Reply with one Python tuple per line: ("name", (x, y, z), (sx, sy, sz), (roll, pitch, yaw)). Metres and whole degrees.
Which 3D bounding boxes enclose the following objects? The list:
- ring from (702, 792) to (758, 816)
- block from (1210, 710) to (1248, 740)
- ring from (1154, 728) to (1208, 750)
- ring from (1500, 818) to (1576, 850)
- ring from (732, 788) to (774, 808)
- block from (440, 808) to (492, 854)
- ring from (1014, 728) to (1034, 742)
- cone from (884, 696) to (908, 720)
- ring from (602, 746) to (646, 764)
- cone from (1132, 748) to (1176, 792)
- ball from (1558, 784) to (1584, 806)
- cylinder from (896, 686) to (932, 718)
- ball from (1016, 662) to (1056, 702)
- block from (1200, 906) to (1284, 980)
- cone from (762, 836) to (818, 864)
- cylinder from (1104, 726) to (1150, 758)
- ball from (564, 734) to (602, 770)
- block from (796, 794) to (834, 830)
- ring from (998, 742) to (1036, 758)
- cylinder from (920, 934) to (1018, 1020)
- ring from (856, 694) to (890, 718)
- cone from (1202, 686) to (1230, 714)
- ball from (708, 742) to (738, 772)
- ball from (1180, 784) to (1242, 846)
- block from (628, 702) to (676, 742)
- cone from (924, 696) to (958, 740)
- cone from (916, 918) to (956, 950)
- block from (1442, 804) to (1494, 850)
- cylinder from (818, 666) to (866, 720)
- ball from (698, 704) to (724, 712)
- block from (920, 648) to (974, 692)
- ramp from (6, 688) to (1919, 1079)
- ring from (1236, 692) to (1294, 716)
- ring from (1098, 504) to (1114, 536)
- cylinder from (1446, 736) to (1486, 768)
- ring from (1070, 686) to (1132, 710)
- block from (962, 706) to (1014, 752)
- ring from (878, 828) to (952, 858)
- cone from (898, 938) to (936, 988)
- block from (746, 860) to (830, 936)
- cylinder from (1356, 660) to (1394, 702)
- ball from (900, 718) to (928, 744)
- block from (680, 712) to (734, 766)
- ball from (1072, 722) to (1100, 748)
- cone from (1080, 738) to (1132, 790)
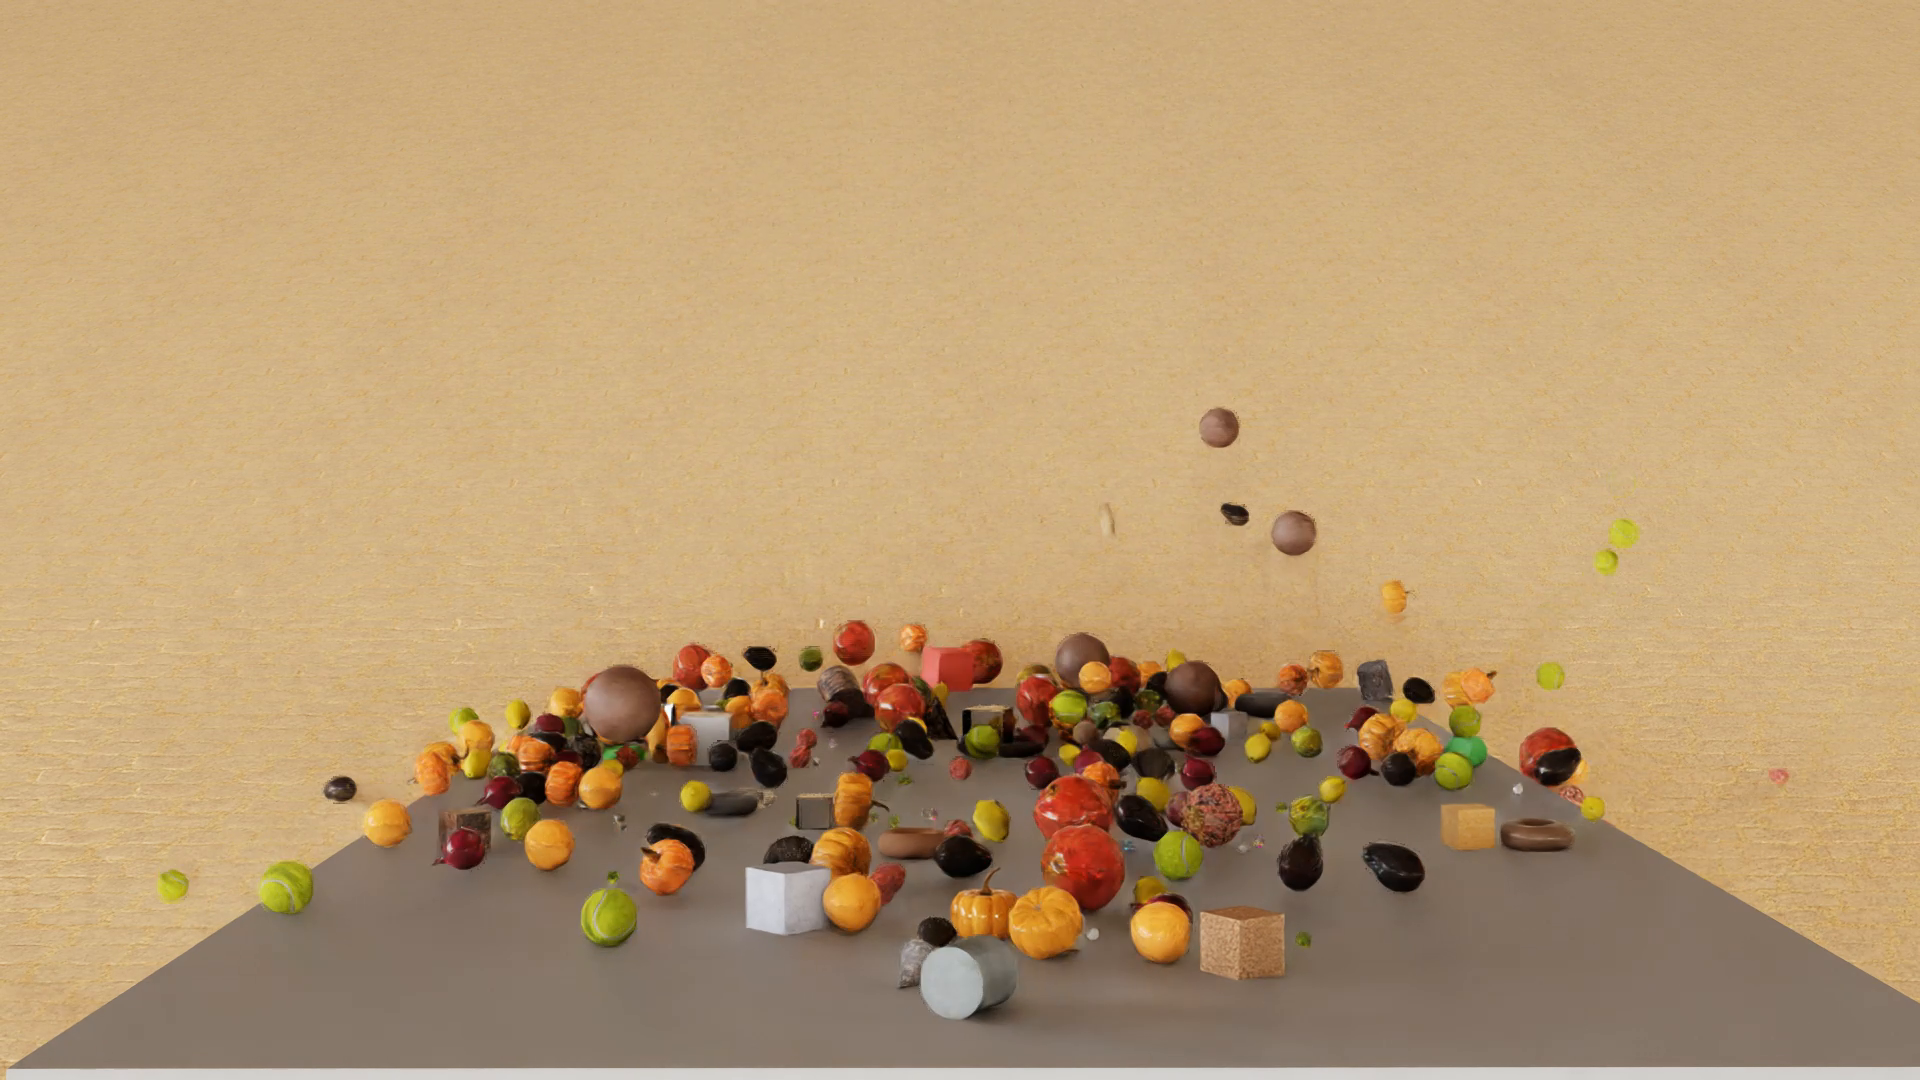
("ring", (-0.387, 0.443, 4.316), (0.094, 0.031, 0.094), (-1, 2, 0))
("block", (0.567, 0.390, 5.423), (0.054, 0.054, 0.054), (-2, 3, -35))
("ring", (0.448, 0.405, 5.245), (0.110, 0.037, 0.110), (-1, 5, 0))
("ring", (0.887, 0.452, 3.954), (0.113, 0.038, 0.113), (-1, 3, 0))
("ring", (-0.358, 0.441, 4.410), (0.083, 0.028, 0.083), (-1, 2, 0))
("block", (-0.756, 0.443, 3.934), (0.058, 0.058, 0.058), (-2, 3, -38))
("ring", (0.114, 0.407, 5.345), (0.079, 0.026, 0.079), (-1, 3, 0))
("cone", (-0.144, 0.377, 5.807), (0.054, 0.054, 0.054), (0, 2, 0))
("ring", (-0.654, 0.418, 5.019), (0.087, 0.029, 0.087), (0, 3, 0))
("cone", (0.345, 0.429, 4.617), (0.080, 0.080, 0.080), (3, 29, 6))
("ball", (1.461, 0.616, 6.159), (0.061, 0.061, 0.061), (0, 24, 0))
("cylinder", (-0.102, 0.362, 5.748), (0.057, 0.057, 0.057), (-22, 45, 25))
("ball", (0.182, 0.343, 6.194), (0.094, 0.094, 0.094), (0, 24, 0))
("block", (0.330, 0.470, 3.012), (0.069, 0.069, 0.069), (-1, 3, -35))
("cone", (-0.228, 0.467, 3.576), (0.080, 0.080, 0.080), (-6, 30, -13))
("cylinder", (0.326, 0.398, 5.059), (0.065, 0.065, 0.065), (-2, 19, -45))
("ball", (-0.715, 0.402, 4.881), (0.071, 0.071, 0.071), (0, 24, 0))
("block", (-0.234, 0.438, 4.149), (0.052, 0.052, 0.052), (0, 2, 5))
("ring", (0.114, 0.416, 5.107), (0.076, 0.025, 0.076), (-3, -1, 0))
("cylinder", (0.010, 0.473, 2.793), (0.078, 0.078, 0.078), (14, 9, 28))
("ring", (-0.231, 0.378, 5.882), (0.139, 0.046, 0.139), (0, 2, 0))
("cone", (0.579, 0.384, 5.927), (0.067, 0.067, 0.067), (8, 42, 17))
("ball", (-0.448, 0.410, 4.867), (0.056, 0.056, 0.056), (0, 24, 0))
("ball", (0.382, 0.419, 3.917), (0.095, 0.095, 0.095), (0, 24, 0))
("block", (-0.644, 0.382, 5.381), (0.076, 0.076, 0.076), (1, 2, 15))
("cone", (-0.049, 0.371, 5.427), (0.092, 0.092, 0.092), (0, 2, 0))
("cone", (-0.032, 0.490, 3.106), (0.050, 0.050, 0.050), (4, 29, 8))
("block", (0.781, 0.440, 3.960), (0.060, 0.060, 0.060), (-1, 2, -14))
("cylinder", (-0.266, 0.344, 5.784), (0.090, 0.090, 0.090), (-8, 33, -17))
("ball", (-0.525, 0.383, 5.424), (0.070, 0.070, 0.070), (0, 24, 0))
("block", (-0.030, 0.316, 6.292), (0.094, 0.094, 0.094), (3, 4, -26))
("ramp", (0.055, 0.499, 4.546), (2.000, 0.100, 4.000), (0, 2, 0))
("ring", (0.699, 0.377, 5.905), (0.137, 0.046, 0.137), (0, 3, 0))
("ring", (0.434, -0.059, 7.621), (0.034, 0.102, 0.102), (-12, 25, -3))
("cylinder", (0.967, 0.405, 4.921), (0.057, 0.057, 0.057), (23, 14, 41))
("ring", (0.330, 0.371, 6.032), (0.145, 0.048, 0.145), (-1, 1, 0))
("block", (0.058, 0.383, 5.241), (0.082, 0.082, 0.082), (1, 2, 19))
("ring", (-0.068, 0.456, 3.870), (0.111, 0.037, 0.111), (1, 1, 0))
("cone", (-0.057, 0.495, 2.938), (0.057, 0.057, 0.057), (13, 35, 26))
("block", (-0.220, 0.457, 3.291), (0.077, 0.077, 0.077), (-2, 3, -44))
("cylinder", (1.003, 0.339, 6.223), (0.076, 0.076, 0.076), (-15, 13, 4))
("ball", (-0.096, 0.394, 5.323), (0.055, 0.055, 0.055), (0, 24, 0))
("block", (-0.490, 0.386, 4.993), (0.095, 0.095, 0.095), (0, 2, 0))
("ball", (0.255, 0.396, 5.235), (0.056, 0.056, 0.056), (0, 24, 0))
("cone", (0.253, 0.424, 4.640), (0.096, 0.096, 0.096), (6, 30, 13))
